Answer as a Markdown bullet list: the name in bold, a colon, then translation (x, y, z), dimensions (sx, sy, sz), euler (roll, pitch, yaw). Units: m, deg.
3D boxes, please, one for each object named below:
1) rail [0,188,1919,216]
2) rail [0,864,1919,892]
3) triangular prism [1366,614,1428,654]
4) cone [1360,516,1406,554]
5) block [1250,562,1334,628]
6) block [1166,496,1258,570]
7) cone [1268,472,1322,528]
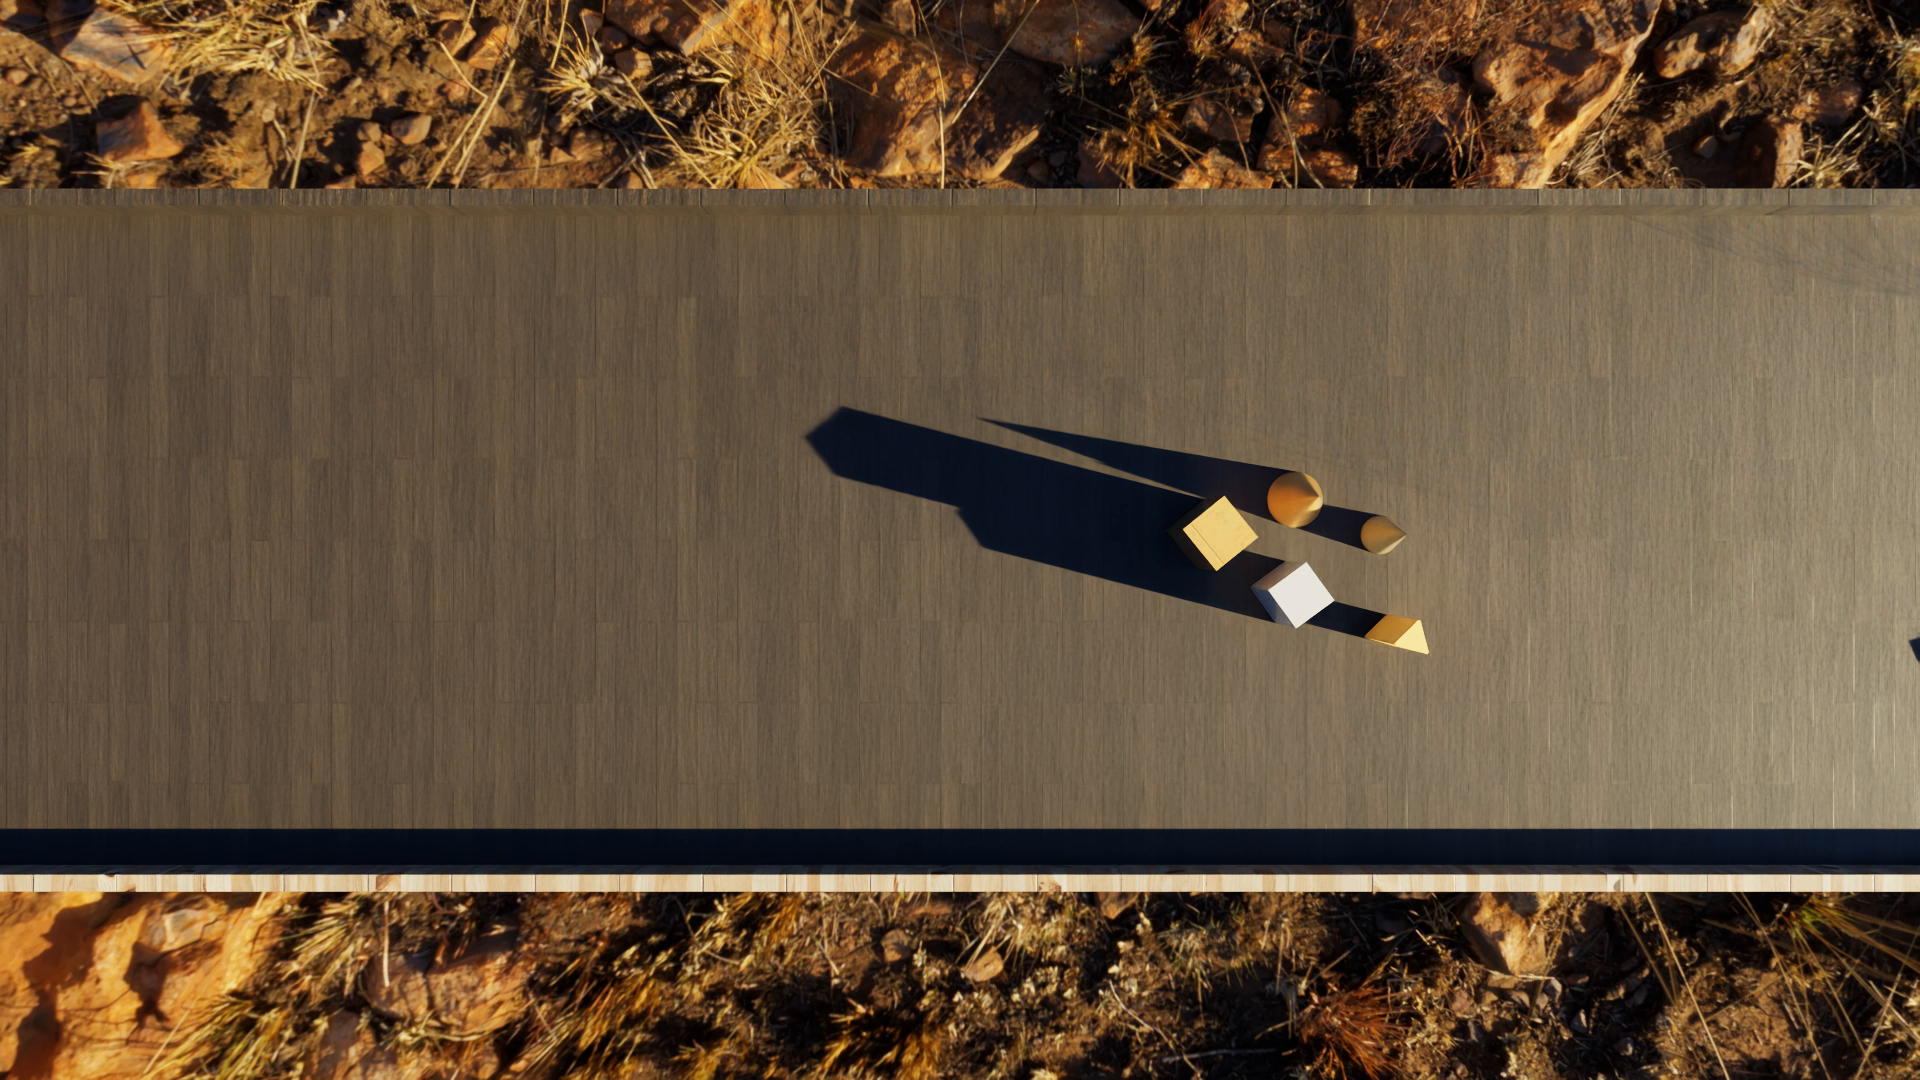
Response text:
- **rail**: translation (-2.247, -1.025, 5.002), dimensions (12.000, 0.150, 0.050), euler (0, 90, 0)
- **rail**: translation (-2.247, 1.025, 5.001), dimensions (12.000, 0.150, 0.050), euler (0, 90, 0)
- **triangular prism**: translation (1.304, 0.270, 4.898), dimensions (0.098, 0.356, 0.085), euler (16, 90, 0)
- **cone**: translation (1.293, -0.016, 4.921), dimensions (0.120, 0.310, 0.120), euler (0, 90, 0)
- **block**: translation (0.986, 0.160, 4.921), dimensions (0.137, 0.311, 0.137), euler (-36, 90, 0)
- **block**: translation (0.741, -0.019, 4.885), dimensions (0.152, 0.384, 0.152), euler (-39, 90, 0)
- **cone**: translation (1.031, -0.124, 4.906), dimensions (0.172, 0.341, 0.172), euler (0, 90, 0)
